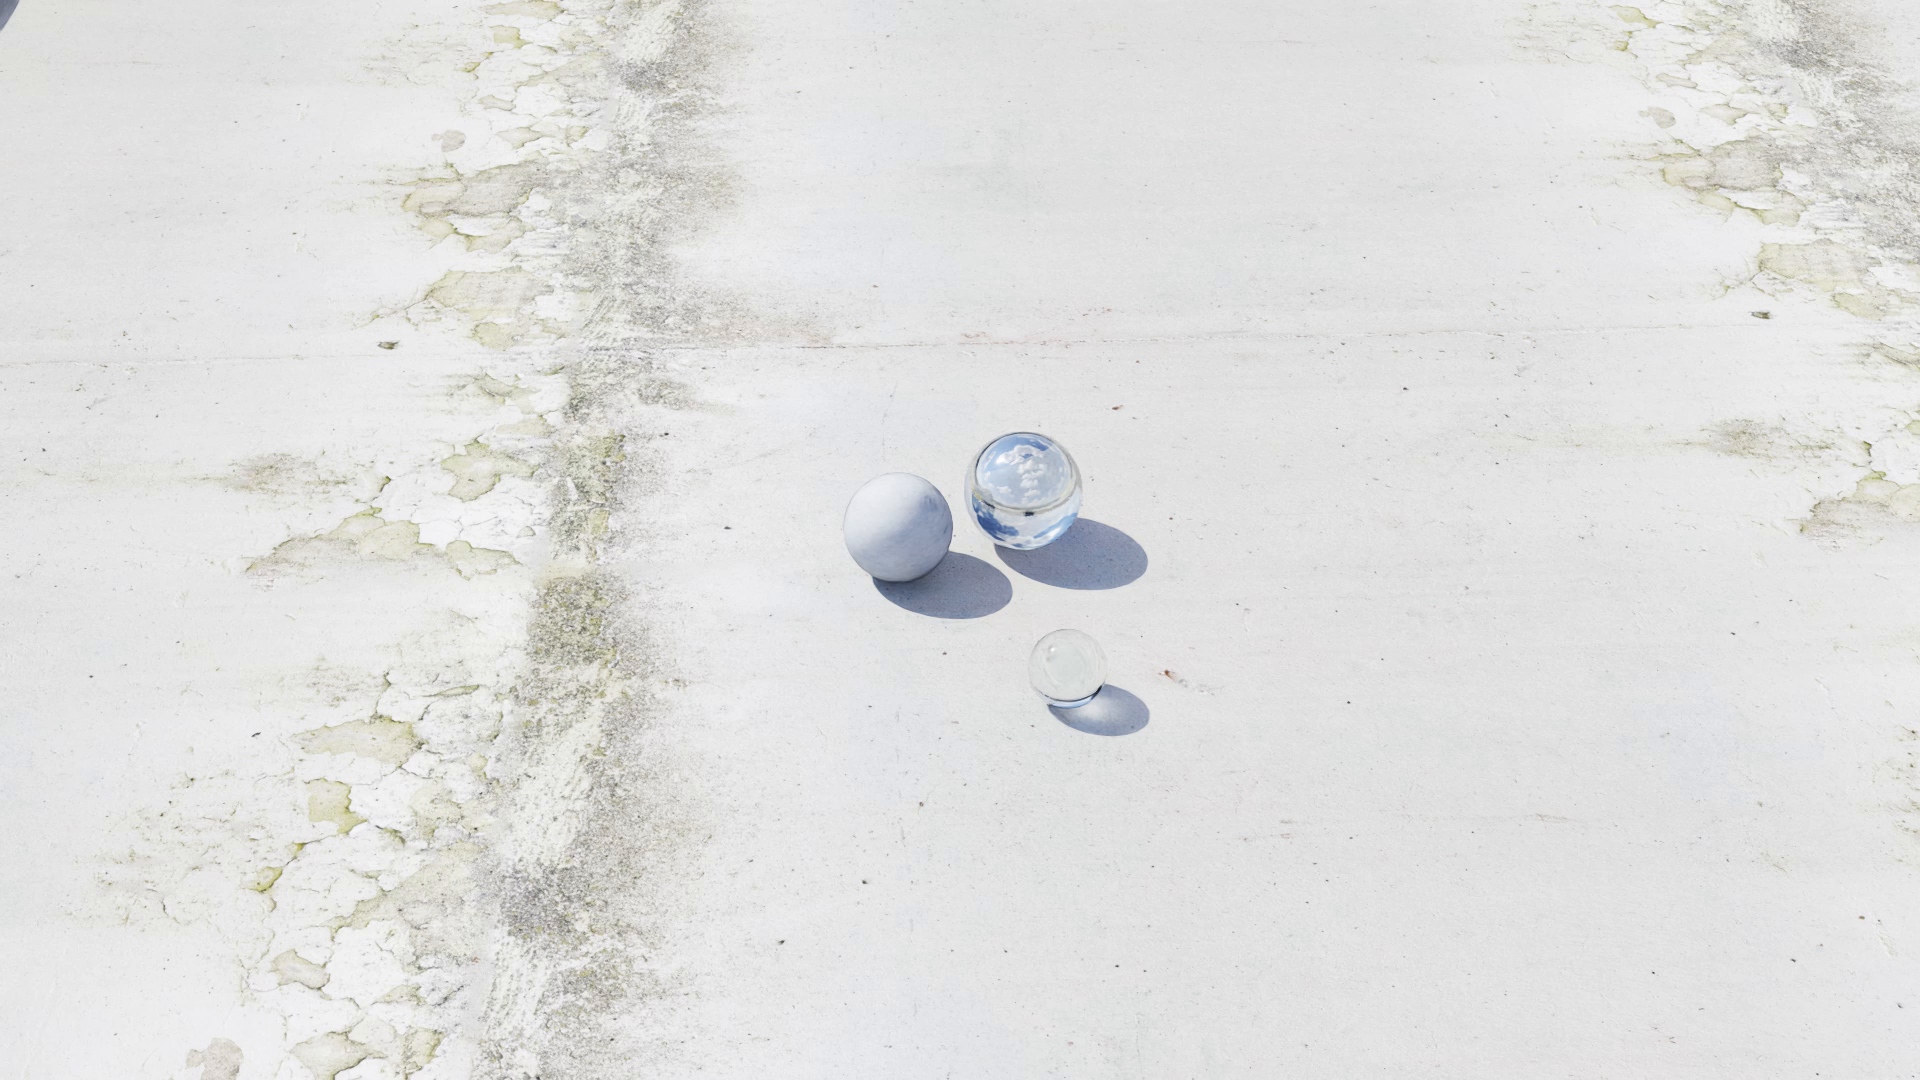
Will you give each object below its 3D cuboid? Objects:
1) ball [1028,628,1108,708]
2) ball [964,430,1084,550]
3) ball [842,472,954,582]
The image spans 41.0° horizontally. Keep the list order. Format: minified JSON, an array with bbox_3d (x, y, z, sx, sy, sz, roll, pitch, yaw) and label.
[{"bbox_3d":[0.063,0.076,1.514,0.047,0.047,0.047,0,36,0],"label":"ball"},{"bbox_3d":[0.040,-0.032,1.635,0.077,0.077,0.077,0,36,0],"label":"ball"},{"bbox_3d":[-0.039,-0.008,1.609,0.069,0.069,0.069,0,36,0],"label":"ball"}]
